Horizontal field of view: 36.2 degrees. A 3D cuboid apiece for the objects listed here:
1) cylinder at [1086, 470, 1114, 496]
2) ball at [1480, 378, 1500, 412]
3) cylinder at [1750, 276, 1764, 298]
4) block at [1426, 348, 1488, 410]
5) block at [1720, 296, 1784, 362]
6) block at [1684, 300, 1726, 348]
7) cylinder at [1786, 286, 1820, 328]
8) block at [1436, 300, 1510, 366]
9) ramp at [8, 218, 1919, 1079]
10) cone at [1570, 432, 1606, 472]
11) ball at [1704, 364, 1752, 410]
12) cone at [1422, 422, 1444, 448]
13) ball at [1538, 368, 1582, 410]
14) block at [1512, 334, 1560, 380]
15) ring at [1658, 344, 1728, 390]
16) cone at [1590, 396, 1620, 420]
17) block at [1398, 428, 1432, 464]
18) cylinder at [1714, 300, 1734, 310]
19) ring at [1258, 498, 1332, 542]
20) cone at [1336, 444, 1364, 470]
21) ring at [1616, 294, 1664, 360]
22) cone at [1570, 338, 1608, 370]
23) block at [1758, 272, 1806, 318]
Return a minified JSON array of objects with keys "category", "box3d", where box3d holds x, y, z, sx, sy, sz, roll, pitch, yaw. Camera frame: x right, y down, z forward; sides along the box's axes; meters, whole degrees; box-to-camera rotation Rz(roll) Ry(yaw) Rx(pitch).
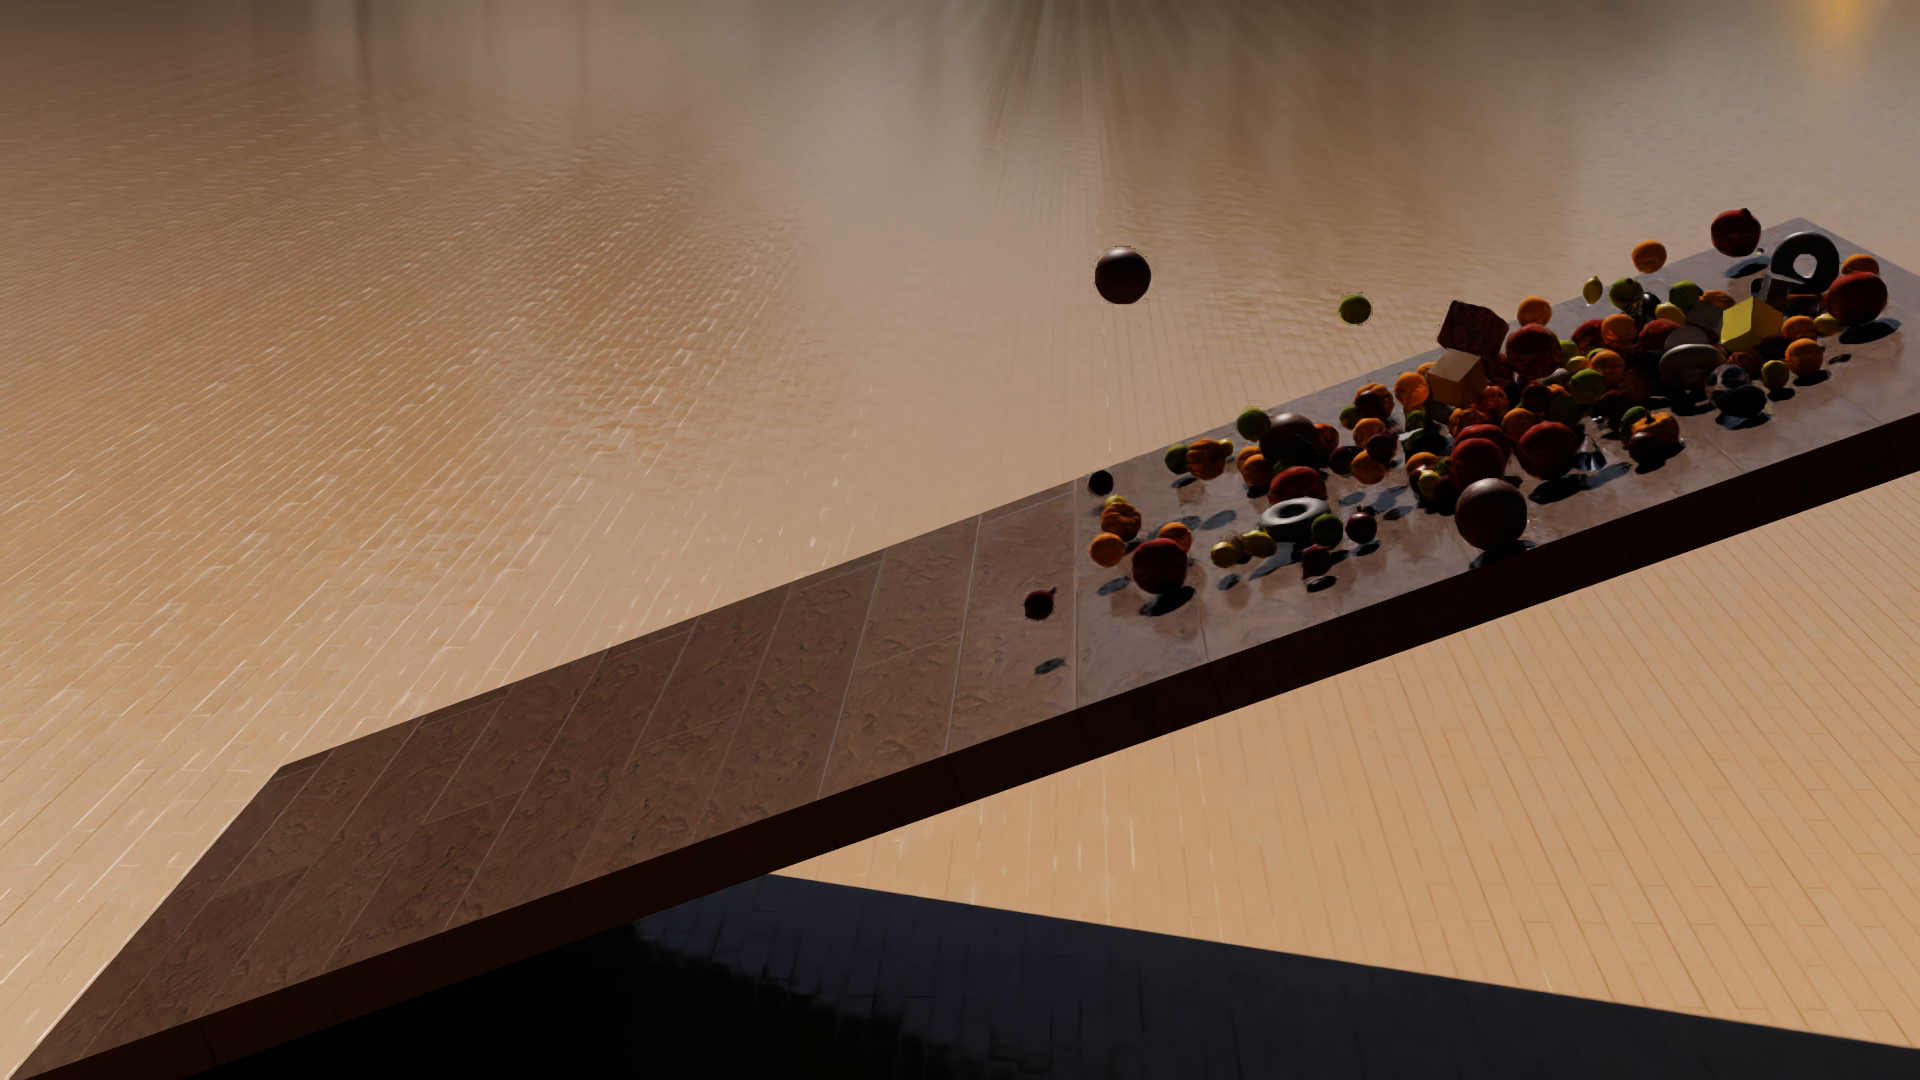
[{"category":"cylinder","box3d":[0.326,-0.130,6.830,0.057,0.057,0.057,-1,-3,-3]},{"category":"ball","box3d":[1.120,-0.310,6.298,0.076,0.076,0.076,0,13,0]},{"category":"cylinder","box3d":[1.711,-0.530,6.218,0.054,0.054,0.054,-5,14,-22]},{"category":"block","box3d":[1.016,-0.329,6.006,0.080,0.080,0.080,23,59,40]},{"category":"block","box3d":[1.575,-0.419,5.850,0.081,0.081,0.081,26,-29,-23]},{"category":"block","box3d":[1.528,-0.440,6.035,0.065,0.065,0.065,24,58,25]},{"category":"cylinder","box3d":[1.705,-0.470,5.949,0.066,0.066,0.066,8,-15,2]},{"category":"block","box3d":[1.100,-0.443,6.310,0.096,0.096,0.096,18,-8,40]},{"category":"ramp","box3d":[0.118,0.176,6.295,4.000,0.100,2.000,-20,12,7]},{"category":"cone","box3d":[1.176,-0.174,5.504,0.067,0.067,0.067,6,58,4]},{"category":"ball","box3d":[1.457,-0.290,5.574,0.088,0.088,0.088,0,13,0]},{"category":"cone","box3d":[0.984,-0.228,6.194,0.056,0.056,0.056,-27,5,3]},{"category":"ball","box3d":[1.238,-0.312,6.072,0.086,0.086,0.086,0,13,0]},{"category":"block","box3d":[1.241,-0.395,6.338,0.063,0.063,0.063,-20,56,-42]},{"category":"ring","box3d":[1.440,-0.339,5.776,0.136,0.045,0.136,6,-28,3]},{"category":"cone","box3d":[1.300,-0.266,5.903,0.055,0.055,0.055,-8,9,24]},{"category":"block","box3d":[0.950,-0.197,6.144,0.052,0.052,0.052,-19,12,9]},{"category":"cylinder","box3d":[1.611,-0.476,6.239,0.052,0.052,0.052,-33,31,-34]},{"category":"ring","box3d":[0.662,-0.040,5.815,0.147,0.049,0.147,-14,20,5]},{"category":"cone","box3d":[0.836,-0.167,6.267,0.059,0.059,0.059,5,-15,20]},{"category":"ring","box3d":[1.419,-0.446,6.143,0.049,0.147,0.147,17,9,-14]},{"category":"cone","box3d":[1.364,-0.391,6.342,0.071,0.071,0.071,18,20,29]},{"category":"block","box3d":[1.702,-0.506,6.094,0.073,0.073,0.073,11,16,0]}]
